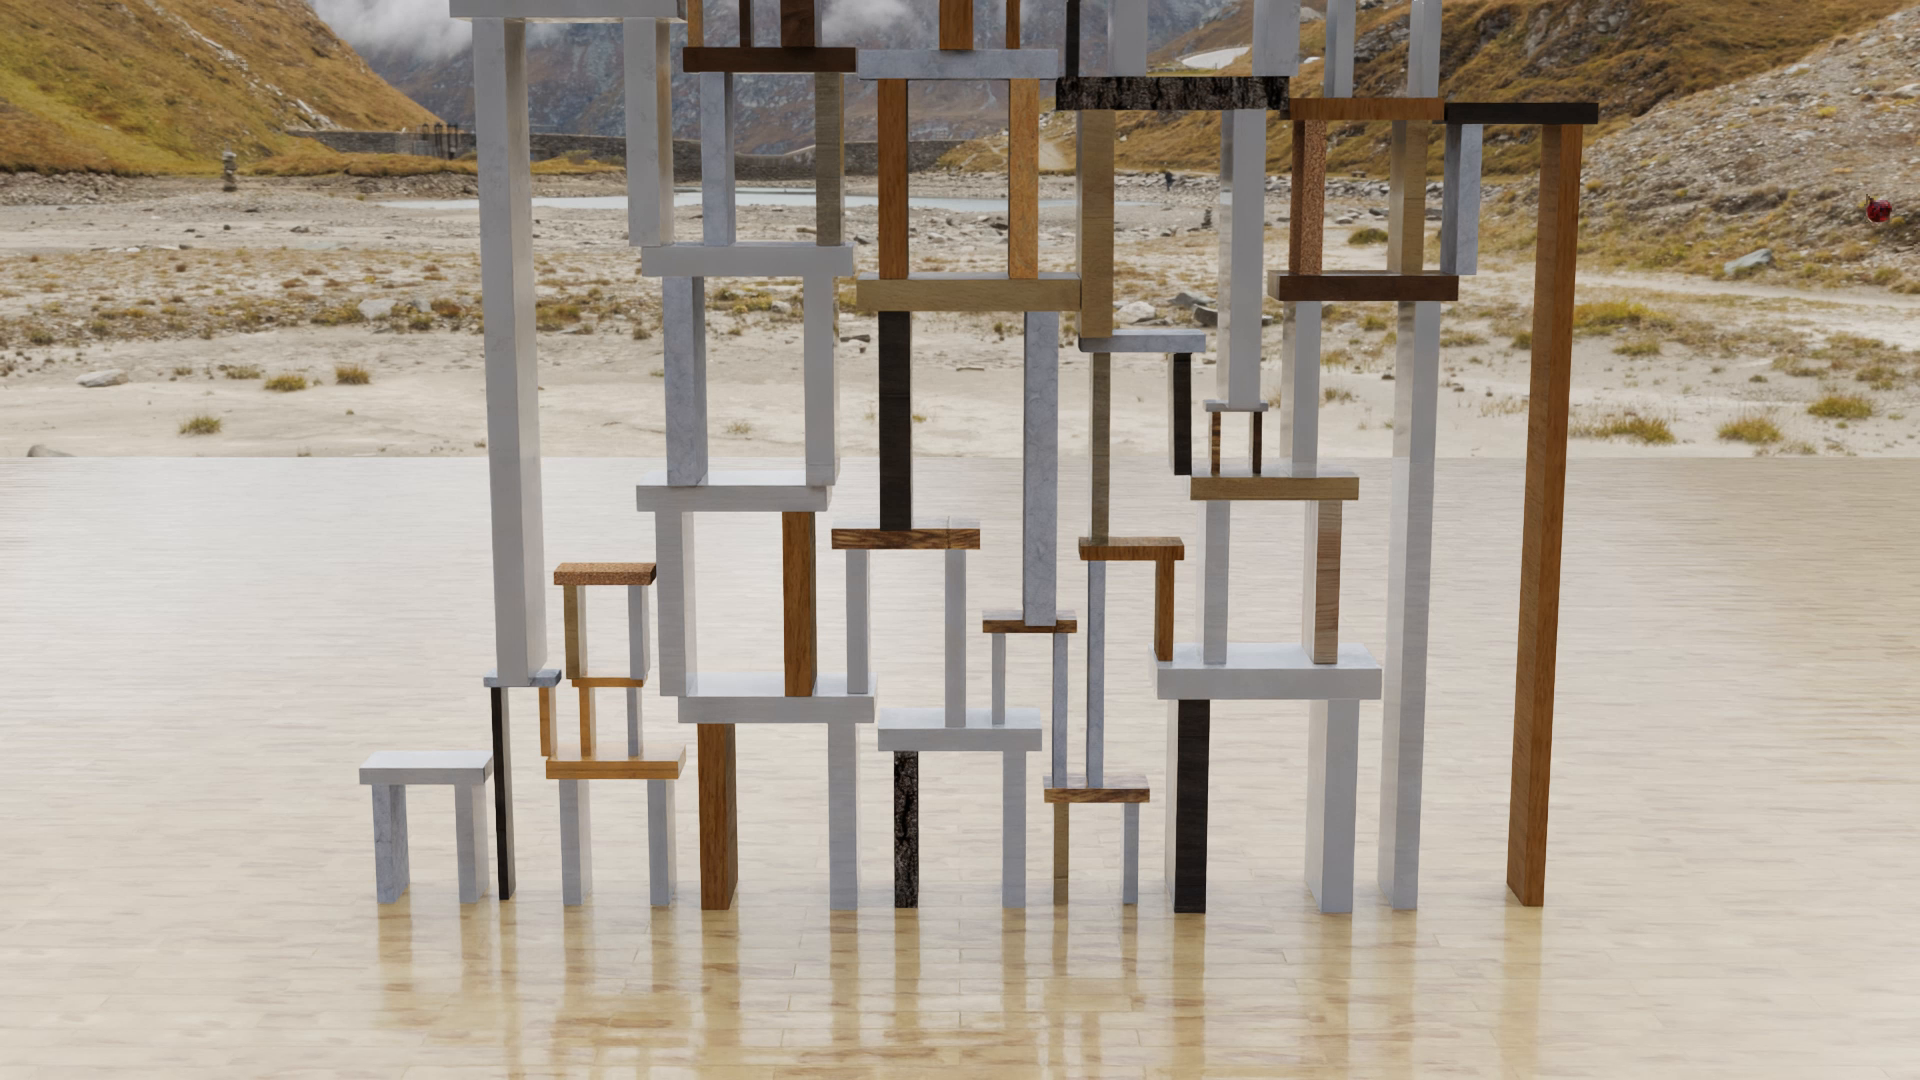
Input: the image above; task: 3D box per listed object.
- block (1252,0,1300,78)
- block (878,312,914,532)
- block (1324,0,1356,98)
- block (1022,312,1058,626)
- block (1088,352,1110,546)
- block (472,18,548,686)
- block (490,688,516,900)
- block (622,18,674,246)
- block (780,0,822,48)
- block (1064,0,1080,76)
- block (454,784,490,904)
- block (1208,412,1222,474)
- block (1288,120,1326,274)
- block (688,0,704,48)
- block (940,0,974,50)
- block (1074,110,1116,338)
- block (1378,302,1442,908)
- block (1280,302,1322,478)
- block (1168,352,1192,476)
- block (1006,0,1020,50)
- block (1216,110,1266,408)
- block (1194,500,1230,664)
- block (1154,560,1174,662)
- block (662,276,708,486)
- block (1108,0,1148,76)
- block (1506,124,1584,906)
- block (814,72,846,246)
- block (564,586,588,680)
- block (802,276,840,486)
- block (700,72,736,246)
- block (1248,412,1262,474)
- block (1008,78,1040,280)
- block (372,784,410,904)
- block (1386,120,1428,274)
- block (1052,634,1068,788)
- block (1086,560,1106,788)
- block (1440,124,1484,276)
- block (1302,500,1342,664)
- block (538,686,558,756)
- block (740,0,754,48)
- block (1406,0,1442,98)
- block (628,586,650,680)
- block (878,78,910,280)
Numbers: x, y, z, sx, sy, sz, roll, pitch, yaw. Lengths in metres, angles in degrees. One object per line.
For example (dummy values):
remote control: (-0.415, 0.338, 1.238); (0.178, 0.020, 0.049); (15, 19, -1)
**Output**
block: (0.490, -0.891, 3.395); (0.049, 0.347, 0.173); (0, 11, 0)
block: (-0.102, -0.200, 3.525); (0.049, 0.347, 0.173); (0, 11, 0)
block: (0.590, -0.787, 3.413); (0.028, 0.198, 0.099); (0, 11, 0)
block: (0.129, -0.125, 3.539); (0.049, 0.500, 0.173); (0, 11, 0)
block: (0.223, -0.151, 3.535); (0.028, 0.310, 0.098); (0, 11, 0)
block: (-0.714, -0.294, 3.503); (0.049, 1.040, 0.172); (0, 11, 0)
block: (-0.755, 0.412, 3.635); (0.017, 0.363, 0.059); (0, 11, 0)
block: (-0.485, -0.637, 3.440); (0.049, 0.344, 0.172); (0, 11, 0)
block: (-0.245, -0.940, 3.384); (0.051, 0.360, 0.180); (0, 11, 0)
block: (0.174, -0.808, 3.409); (0.020, 0.180, 0.070); (0, 11, 0)
block: (-0.811, 0.490, 3.655); (0.029, 0.203, 0.101); (0, 11, 0)
block: (0.408, -0.160, 3.531); (0.014, 0.099, 0.050); (0, 10, 0)
block: (0.547, -0.541, 3.464); (0.034, 0.237, 0.118); (0, 11, -1)
block: (-0.410, -0.822, 3.405); (0.017, 0.120, 0.060); (0, 11, 0)
block: (-0.006, -0.938, 3.383); (0.051, 0.364, 0.180); (0, 11, 0)
block: (0.211, -0.500, 3.462); (0.049, 0.347, 0.174); (0, 11, 0)
block: (0.728, 0.103, 3.574); (0.039, 0.991, 0.139); (0, 11, 0)
block: (0.542, -0.247, 3.510); (0.039, 0.278, 0.139); (0, 10, 0)
block: (0.352, -0.207, 3.525); (0.028, 0.195, 0.098); (-1, 11, 0)
block: (0.082, -0.828, 3.405); (0.020, 0.140, 0.070); (0, 11, 0)
block: (0.443, -0.446, 3.471); (0.049, 0.457, 0.174); (0, 11, 0)
block: (0.409, 0.057, 3.572); (0.038, 0.266, 0.133); (0, 11, 0)
block: (0.332, 0.107, 3.578); (0.023, 0.166, 0.083); (0, 11, 0)
block: (-0.437, -0.261, 3.507); (0.046, 0.327, 0.163); (0, 11, 0)
block: (0.259, -0.891, 3.396); (0.049, 0.346, 0.173); (0, 11, 0)
block: (0.941, -0.029, 3.550); (0.033, 1.261, 0.115); (0, 11, 0)
block: (-0.203, -0.598, 3.450); (0.037, 0.264, 0.132); (0, 11, 0)
block: (-0.626, 0.142, 3.583); (0.022, 0.156, 0.078); (0, 11, 0)
block: (-0.219, -0.261, 3.507); (0.046, 0.327, 0.163); (0, 11, 0)
block: (-0.379, -0.598, 3.450); (0.037, 0.264, 0.132); (0, 11, 0)
block: (0.474, -0.160, 3.530); (0.014, 0.099, 0.049); (0, 11, 0)
block: (0.099, -0.567, 3.449); (0.043, 0.304, 0.152); (0, 11, 0)
block: (-0.946, 0.490, 3.655); (0.029, 0.203, 0.101); (0, 11, 0)
block: (0.704, -0.541, 3.463); (0.034, 0.237, 0.118); (0, 11, 0)
block: (0.164, 0.270, 3.606); (0.022, 0.259, 0.076); (0, 11, 0)
block: (0.222, 0.211, 3.597); (0.023, 0.378, 0.083); (0, 11, 0)
block: (0.787, -0.536, 3.455); (0.033, 0.230, 0.115); (0, 11, 0)
block: (0.587, 0.057, 3.572); (0.038, 0.266, 0.133); (0, 11, 0)
block: (-0.677, 0.291, 3.613); (0.017, 0.117, 0.059); (0, 10, 0)
block: (-0.330, -0.822, 3.405); (0.017, 0.120, 0.060); (0, 11, 0)
block: (0.722, -0.787, 3.414); (0.028, 0.198, 0.099); (1, 11, 0)
block: (-0.523, 0.142, 3.583); (0.022, 0.156, 0.078); (0, 11, 0)
block: (-0.104, -0.567, 3.449); (0.043, 0.304, 0.152); (0, 11, 0)
